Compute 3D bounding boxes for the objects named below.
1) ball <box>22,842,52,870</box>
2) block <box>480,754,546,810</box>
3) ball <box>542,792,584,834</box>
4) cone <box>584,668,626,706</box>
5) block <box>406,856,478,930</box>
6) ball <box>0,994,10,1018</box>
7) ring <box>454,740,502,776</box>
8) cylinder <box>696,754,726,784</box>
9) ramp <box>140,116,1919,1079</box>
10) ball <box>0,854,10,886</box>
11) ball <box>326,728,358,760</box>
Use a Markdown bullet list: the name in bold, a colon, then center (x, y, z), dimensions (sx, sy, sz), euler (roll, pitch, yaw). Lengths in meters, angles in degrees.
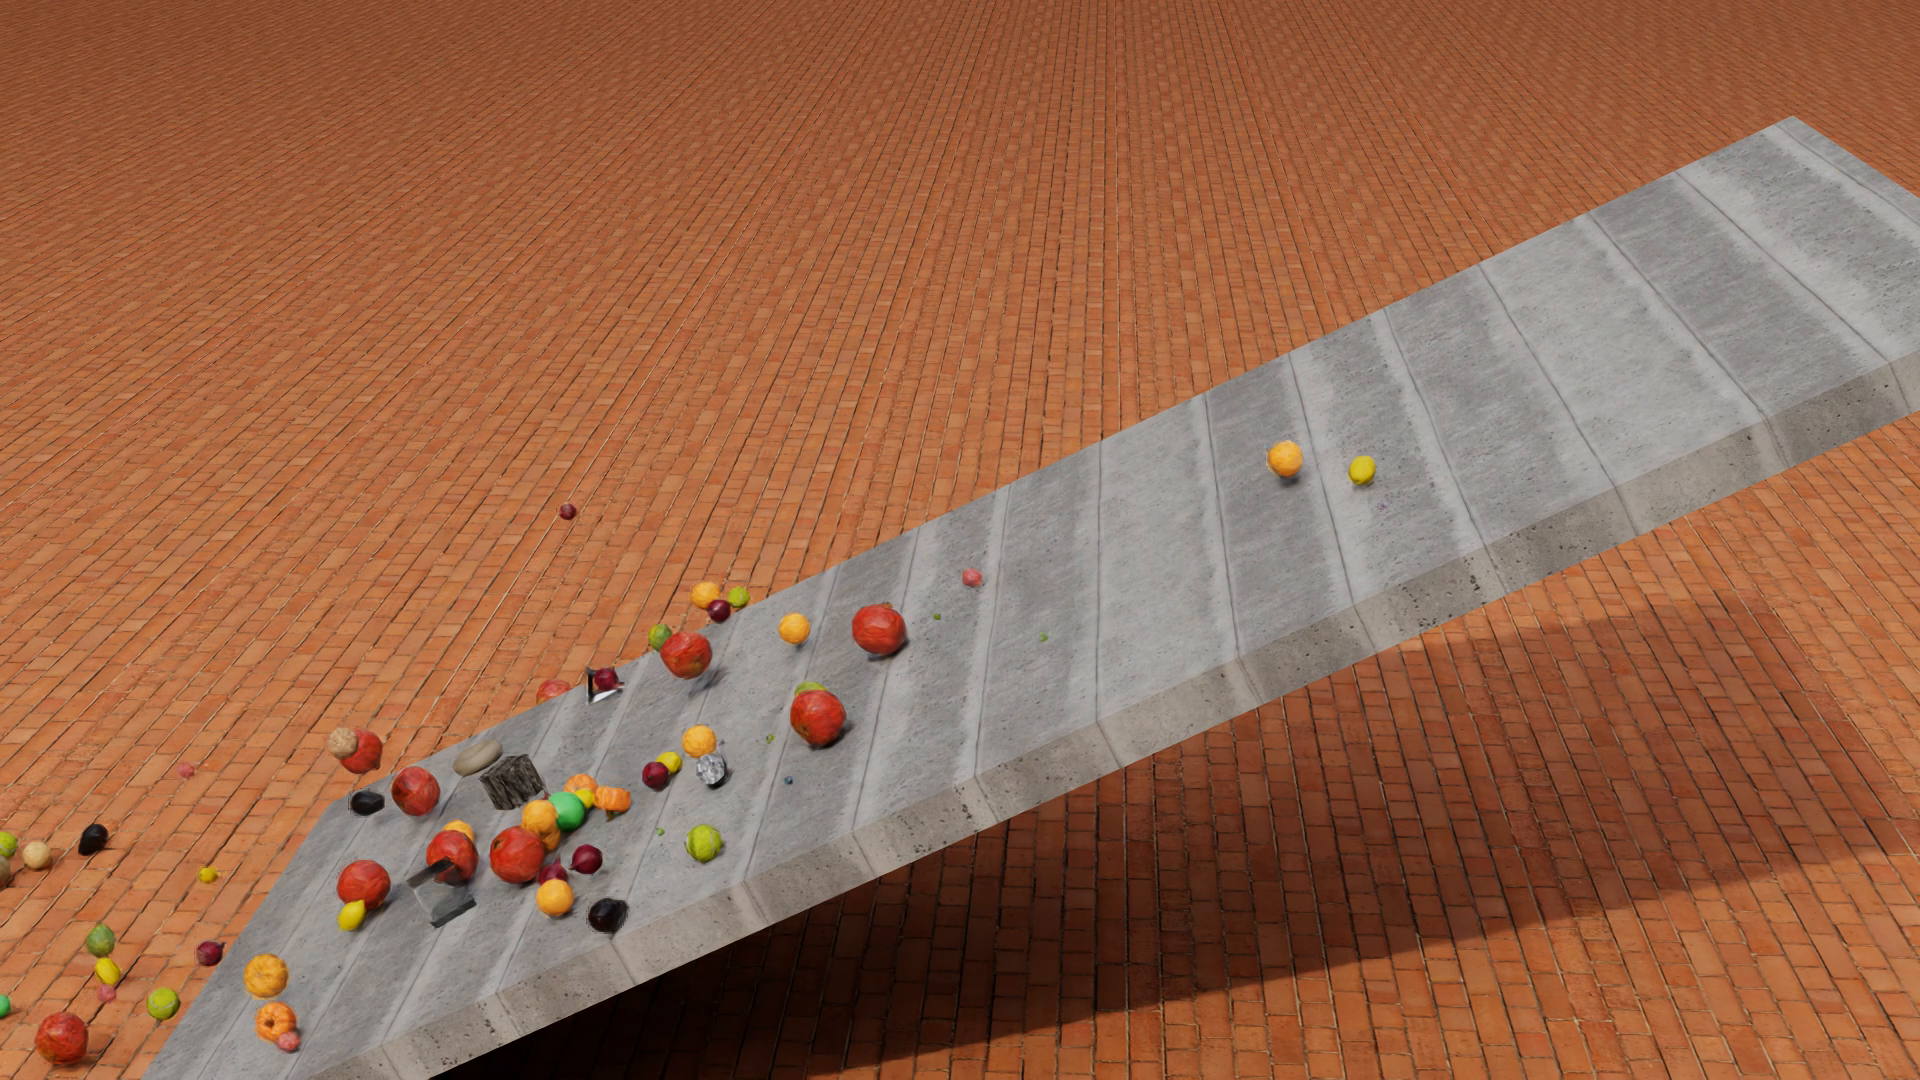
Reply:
- **ball**: center (-2.312, 0.791, 7.368), dimensions (0.072, 0.072, 0.072), euler (0, 17, 0)
- **block**: center (-1.017, 0.551, 6.680), dimensions (0.089, 0.089, 0.089), euler (-11, 21, 50)
- **ball**: center (-0.841, 0.577, 6.243), dimensions (0.089, 0.089, 0.089), euler (0, 17, 0)
- **cone**: center (-0.864, 0.357, 7.200), dimensions (0.099, 0.099, 0.099), euler (-3, 17, -12)
- **block**: center (-1.076, 0.731, 6.104), dimensions (0.098, 0.098, 0.098), euler (-30, 14, -12)
- **ball**: center (-2.144, 1.041, 6.556), dimensions (0.054, 0.054, 0.054), euler (0, 17, 0)
- **ring**: center (-1.174, 0.529, 7.161), dimensions (0.130, 0.043, 0.130), euler (-25, 15, 7)
- **cylinder**: center (-0.509, 0.469, 6.029), dimensions (0.061, 0.061, 0.061), euler (-1, -7, -2)
- **ramp**: center (0.139, 0.168, 6.281), dimensions (4.000, 0.100, 2.000), euler (-25, 14, 10)
- **ball**: center (-2.388, 0.815, 7.255), dimensions (0.088, 0.088, 0.088), euler (0, 17, 0)
- **ball**: center (-1.369, 0.452, 6.525), dimensions (0.069, 0.069, 0.069), euler (0, 17, 0)
